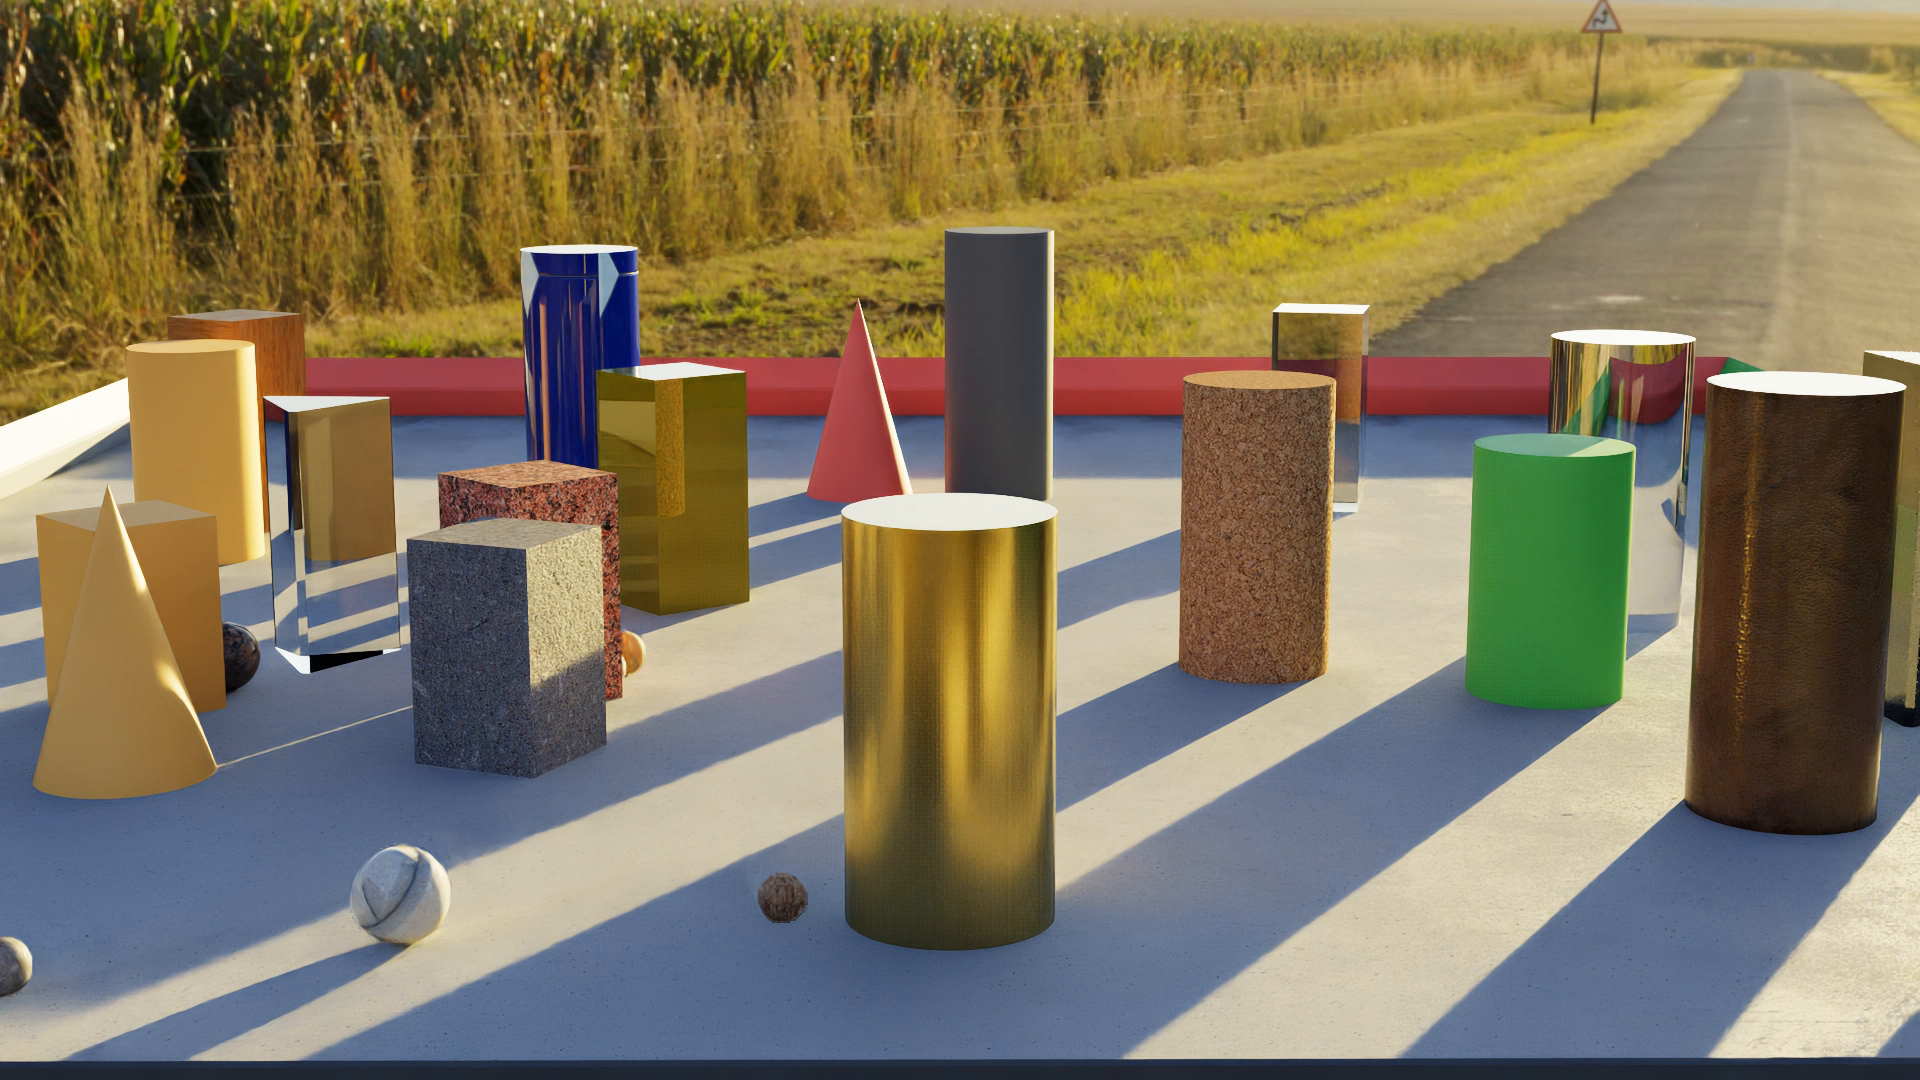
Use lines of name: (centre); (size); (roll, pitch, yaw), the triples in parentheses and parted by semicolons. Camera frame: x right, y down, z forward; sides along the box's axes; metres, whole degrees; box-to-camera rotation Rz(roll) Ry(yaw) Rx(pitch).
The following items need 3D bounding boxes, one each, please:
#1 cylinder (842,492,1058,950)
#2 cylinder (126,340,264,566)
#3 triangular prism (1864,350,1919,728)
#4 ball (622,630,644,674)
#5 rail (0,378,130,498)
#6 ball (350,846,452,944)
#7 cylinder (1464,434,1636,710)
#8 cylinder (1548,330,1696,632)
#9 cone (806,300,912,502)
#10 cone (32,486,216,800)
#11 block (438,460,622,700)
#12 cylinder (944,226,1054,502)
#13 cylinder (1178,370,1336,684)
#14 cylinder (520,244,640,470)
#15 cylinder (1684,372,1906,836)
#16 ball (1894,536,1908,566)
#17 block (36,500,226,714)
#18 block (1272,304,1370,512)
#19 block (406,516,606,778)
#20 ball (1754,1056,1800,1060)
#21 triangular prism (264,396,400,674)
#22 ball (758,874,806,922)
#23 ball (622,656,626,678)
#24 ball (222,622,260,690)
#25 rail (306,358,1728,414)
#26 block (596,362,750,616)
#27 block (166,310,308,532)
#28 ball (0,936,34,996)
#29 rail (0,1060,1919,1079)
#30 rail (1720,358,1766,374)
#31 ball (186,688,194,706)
cylinder: (-0.009, 0.149, 2.180); (0.181, 0.354, 0.181); (0, 11, 0)
cylinder: (-1.127, -0.130, 3.784); (0.181, 0.312, 0.181); (0, 11, 0)
triangular prism: (1.069, -0.008, 2.895); (0.157, 0.400, 0.136); (-8, 13, -36)
ball: (-0.404, 0.135, 3.072); (0.053, 0.053, 0.053); (0, 11, 0)
rail: (-1.580, 0.032, 3.441); (0.045, 0.118, 3.786); (0, 11, 0)
ball: (-0.466, 0.296, 2.137); (0.082, 0.082, 0.082); (0, 11, 0)
cylinder: (0.682, 0.033, 2.973); (0.181, 0.290, 0.181); (0, 11, 0)
cylinder: (0.858, -0.080, 3.353); (0.181, 0.372, 0.181); (0, 11, 0)
cone: (-0.171, -0.242, 4.324); (0.181, 0.333, 0.181); (0, 11, 0)
cone: (-0.861, 0.092, 2.619); (0.181, 0.304, 0.181); (0, 11, 0)
block: (-0.492, 0.053, 2.945); (0.145, 0.262, 0.145); (-10, 15, -43)
cylinder: (0.065, -0.294, 4.292); (0.181, 0.446, 0.181); (0, 11, 0)
cylinder: (0.356, -0.019, 3.086); (0.181, 0.351, 0.181); (0, 11, 0)
cylinder: (-0.592, -0.238, 4.025); (0.181, 0.435, 0.181); (0, 11, 0)
cylinder: (0.807, 0.057, 2.489); (0.181, 0.421, 0.181); (0, 11, 0)
ball: (1.354, 0.015, 3.730); (0.046, 0.046, 0.046); (0, 11, 0)
block: (-0.936, 0.081, 2.900); (0.145, 0.222, 0.145); (-10, 14, -42)
block: (0.593, -0.220, 4.232); (0.145, 0.323, 0.145); (2, 11, 13)
block: (-0.475, 0.109, 2.702); (0.145, 0.239, 0.145); (5, 12, 23)
ball: (0.538, 0.380, 1.681); (0.084, 0.084, 0.084); (0, 11, 0)
triangular prism: (-0.800, -0.014, 3.154); (0.136, 0.317, 0.157); (7, 13, 33)
ball: (-0.152, 0.306, 2.195); (0.041, 0.041, 0.041); (0, 11, 0)
ball: (-0.414, 0.150, 3.018); (0.043, 0.043, 0.043); (0, 11, 0)
ball: (-0.858, 0.136, 2.994); (0.081, 0.081, 0.081); (0, 11, 0)
rail: (-0.011, -0.314, 5.287); (3.207, 0.118, 0.045); (0, 11, 0)
block: (-0.388, -0.073, 3.471); (0.145, 0.314, 0.145); (-9, 14, -39)
block: (-1.129, -0.186, 4.026); (0.145, 0.333, 0.145); (7, 13, 32)
ball: (-0.754, 0.336, 2.019); (0.047, 0.047, 0.047); (0, 11, 0)
rail: (0.011, 0.375, 1.613); (3.207, 0.118, 0.045); (0, 11, 0)
rail: (1.580, 0.029, 3.459); (0.045, 0.118, 3.786); (0, 11, 0)
ball: (-0.865, 0.182, 2.769); (0.072, 0.072, 0.072); (0, 11, 0)
